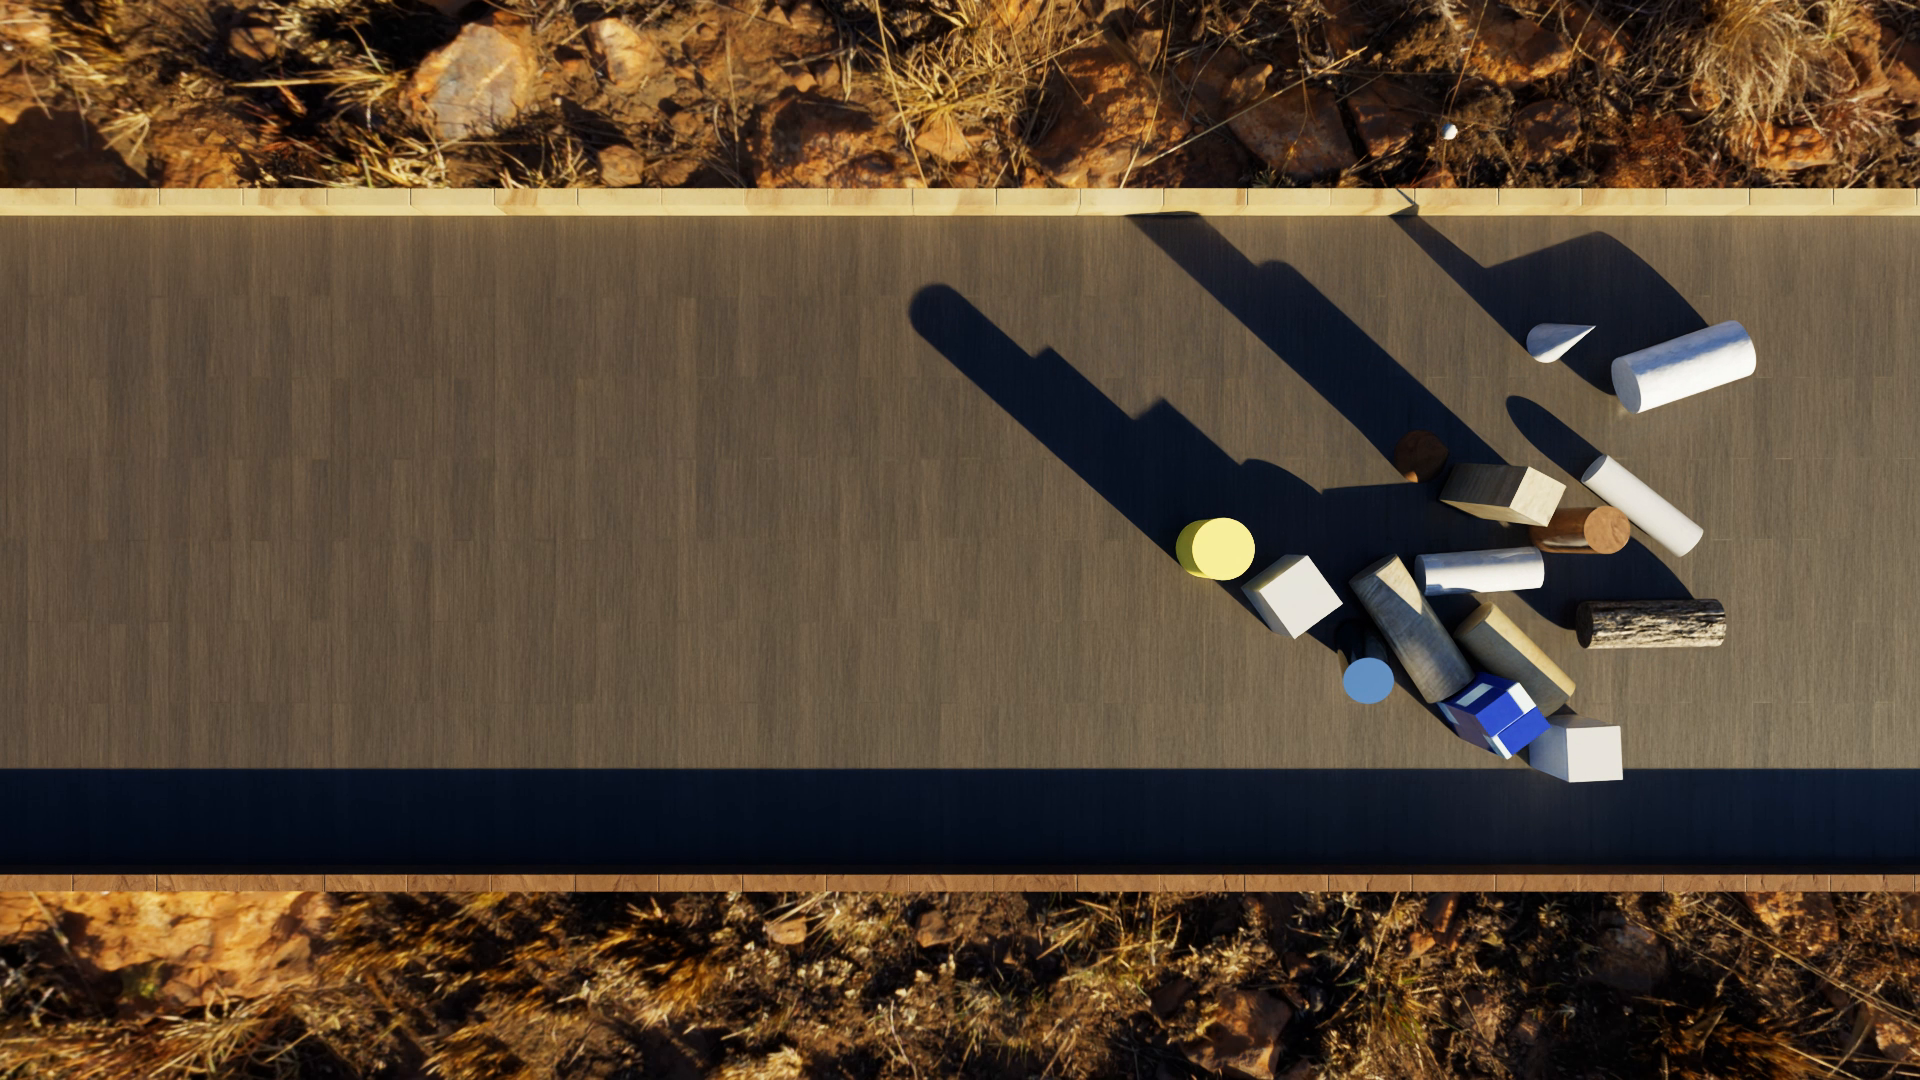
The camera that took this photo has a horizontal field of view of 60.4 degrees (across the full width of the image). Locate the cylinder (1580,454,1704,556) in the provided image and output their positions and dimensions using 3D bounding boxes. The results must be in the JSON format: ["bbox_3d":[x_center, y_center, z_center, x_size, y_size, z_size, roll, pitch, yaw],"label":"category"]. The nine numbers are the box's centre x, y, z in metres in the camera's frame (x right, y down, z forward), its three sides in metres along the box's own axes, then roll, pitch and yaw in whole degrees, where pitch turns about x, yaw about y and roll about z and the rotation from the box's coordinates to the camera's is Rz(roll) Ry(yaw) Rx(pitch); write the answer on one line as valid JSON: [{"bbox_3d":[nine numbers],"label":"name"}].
[{"bbox_3d":[2.075,-0.105,5.021,0.368,0.111,0.111,38,90,0],"label":"cylinder"}]

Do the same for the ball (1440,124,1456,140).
[{"bbox_3d":[8.132,-6.798,27.461,0.269,0.269,0.269,0,90,0],"label":"ball"}]

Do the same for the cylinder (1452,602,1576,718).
[{"bbox_3d":[1.677,0.365,4.997,0.349,0.159,0.159,45,90,0],"label":"cylinder"}]

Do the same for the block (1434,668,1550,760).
[{"bbox_3d":[1.558,0.507,4.864,0.155,0.421,0.155,-37,91,0],"label":"block"}]

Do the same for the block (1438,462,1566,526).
[{"bbox_3d":[1.583,-0.138,4.841,0.126,0.456,0.126,26,90,-10],"label":"block"}]

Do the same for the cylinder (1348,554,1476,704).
[{"bbox_3d":[1.367,0.267,4.993,0.167,0.167,0.434,-33,90,0],"label":"cylinder"}]

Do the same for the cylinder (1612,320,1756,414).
[{"bbox_3d":[2.184,-0.524,4.988,0.359,0.178,0.178,-19,90,0],"label":"cylinder"}]

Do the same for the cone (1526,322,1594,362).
[{"bbox_3d":[1.804,-0.607,4.878,0.122,0.396,0.122,0,90,0],"label":"cone"}]

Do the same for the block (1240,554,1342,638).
[{"bbox_3d":[0.983,0.165,4.914,0.172,0.324,0.172,-36,90,0],"label":"block"}]

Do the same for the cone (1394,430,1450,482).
[{"bbox_3d":[1.417,-0.258,4.925,0.164,0.304,0.164,0,90,0],"label":"cone"}]

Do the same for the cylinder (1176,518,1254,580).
[{"bbox_3d":[0.753,0.026,4.894,0.178,0.366,0.178,0,90,0],"label":"cylinder"}]

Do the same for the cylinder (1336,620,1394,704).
[{"bbox_3d":[1.201,0.359,4.905,0.143,0.313,0.143,3,108,8],"label":"cylinder"}]

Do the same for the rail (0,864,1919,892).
[{"bbox_3d":[-2.247,1.025,5.001,12.000,0.150,0.050,0,90,0],"label":"rail"}]

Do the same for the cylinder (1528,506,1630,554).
[{"bbox_3d":[1.827,-0.029,4.882,0.137,0.380,0.137,0,90,-4],"label":"cylinder"}]

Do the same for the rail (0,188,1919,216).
[{"bbox_3d":[-2.247,-1.025,5.002,12.000,0.150,0.050,0,90,0],"label":"rail"}]

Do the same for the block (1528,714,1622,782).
[{"bbox_3d":[1.828,0.617,4.913,0.154,0.327,0.154,-3,90,0],"label":"block"}]

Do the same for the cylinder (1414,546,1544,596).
[{"bbox_3d":[1.575,0.095,5.013,0.354,0.128,0.128,-4,90,0],"label":"cylinder"}]

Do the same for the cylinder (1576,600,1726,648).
[{"bbox_3d":[2.093,0.254,5.005,0.398,0.144,0.144,-1,90,0],"label":"cylinder"}]
